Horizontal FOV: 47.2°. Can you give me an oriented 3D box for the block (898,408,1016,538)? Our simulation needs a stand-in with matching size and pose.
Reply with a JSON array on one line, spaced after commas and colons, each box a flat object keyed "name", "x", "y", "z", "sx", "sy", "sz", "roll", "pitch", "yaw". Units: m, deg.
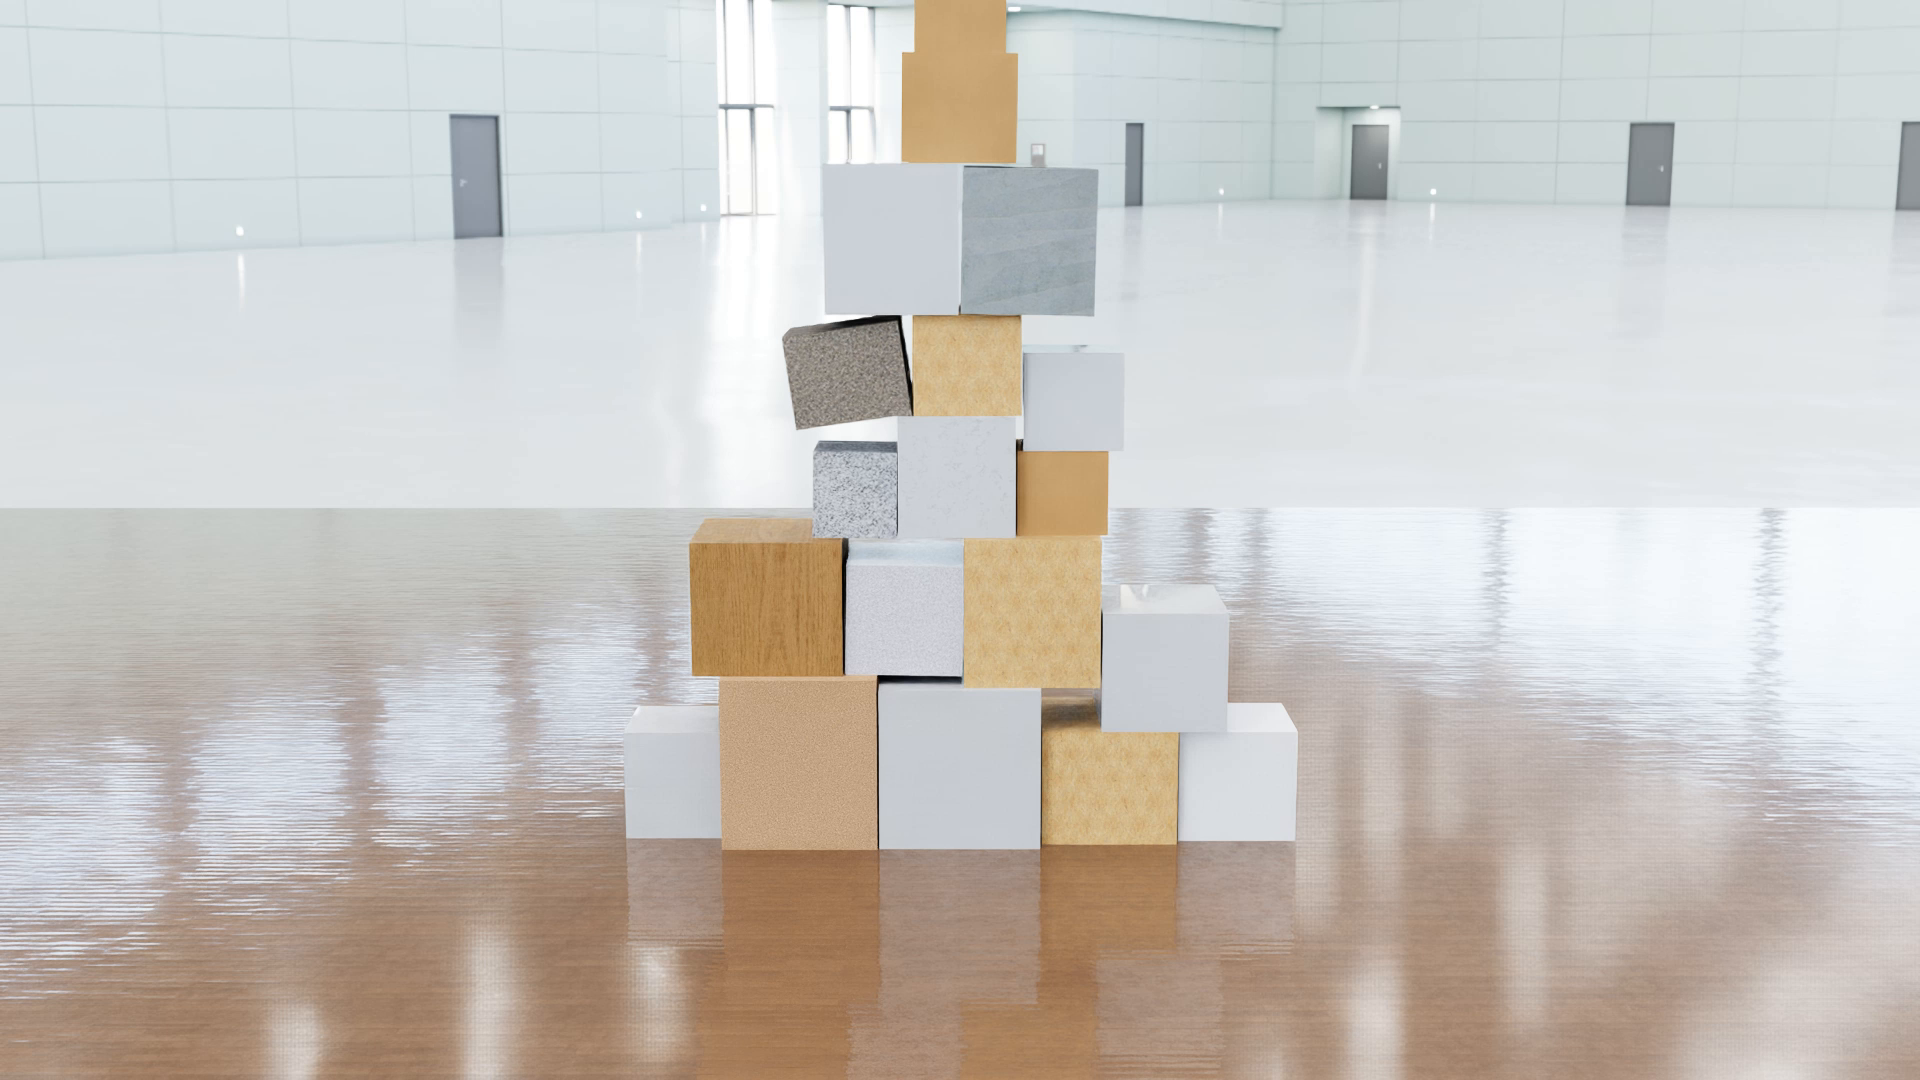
[{"name": "block", "x": -0.017, "y": -0.357, "z": 11.103, "sx": 0.580, "sy": 0.605, "sz": 0.562, "roll": 0, "pitch": 10, "yaw": 0}]

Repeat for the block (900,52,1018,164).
[{"name": "block", "x": -0.003, "y": -2.120, "z": 10.807, "sx": 0.557, "sy": 0.521, "sz": 0.499, "roll": 1, "pitch": 10, "yaw": 0}]

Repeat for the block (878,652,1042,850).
[{"name": "block", "x": -0.001, "y": 1.076, "z": 11.365, "sx": 0.806, "sy": 0.817, "sz": 0.820, "roll": 0, "pitch": 10, "yaw": 0}]

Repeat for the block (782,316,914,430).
[{"name": "block", "x": -0.553, "y": -0.852, "z": 11.036, "sx": 0.574, "sy": 0.462, "sz": 0.555, "roll": -8, "pitch": 10, "yaw": 2}]

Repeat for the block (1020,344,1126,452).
[{"name": "block", "x": 0.562, "y": -0.718, "z": 11.044, "sx": 0.497, "sy": 0.488, "sz": 0.434, "roll": 0, "pitch": 10, "yaw": 0}]

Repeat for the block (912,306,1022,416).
[{"name": "block", "x": 0.035, "y": -0.905, "z": 11.035, "sx": 0.529, "sy": 0.498, "sz": 0.585, "roll": 0, "pitch": 10, "yaw": 0}]

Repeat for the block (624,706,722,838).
[{"name": "block", "x": -1.452, "y": 1.199, "z": 11.416, "sx": 0.496, "sy": 0.556, "sz": 0.526, "roll": 0, "pitch": 10, "yaw": 0}]

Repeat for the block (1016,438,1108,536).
[{"name": "block", "x": 0.510, "y": -0.273, "z": 11.146, "sx": 0.452, "sy": 0.424, "sz": 0.468, "roll": 0, "pitch": 10, "yaw": 0}]

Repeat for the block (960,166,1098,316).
[{"name": "block", "x": 0.333, "y": -1.493, "z": 10.913, "sx": 0.648, "sy": 0.701, "sz": 0.657, "roll": 1, "pitch": 10, "yaw": 0}]

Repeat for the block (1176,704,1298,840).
[{"name": "block", "x": 1.403, "y": 1.195, "z": 11.395, "sx": 0.595, "sy": 0.572, "sz": 0.575, "roll": 0, "pitch": 10, "yaw": 0}]

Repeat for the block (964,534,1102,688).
[{"name": "block", "x": 0.360, "y": 0.306, "z": 11.230, "sx": 0.677, "sy": 0.745, "sz": 0.716, "roll": 0, "pitch": 10, "yaw": 0}]

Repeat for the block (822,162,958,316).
[{"name": "block", "x": -0.334, "y": -1.504, "z": 10.914, "sx": 0.650, "sy": 0.726, "sz": 0.623, "roll": 0, "pitch": 10, "yaw": 0}]

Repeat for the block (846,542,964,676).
[{"name": "block", "x": -0.276, "y": 0.347, "z": 11.245, "sx": 0.585, "sy": 0.557, "sz": 0.624, "roll": 1, "pitch": 10, "yaw": 0}]

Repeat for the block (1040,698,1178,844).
[{"name": "block", "x": 0.754, "y": 1.187, "z": 11.403, "sx": 0.683, "sy": 0.585, "sz": 0.706, "roll": 0, "pitch": 10, "yaw": 0}]

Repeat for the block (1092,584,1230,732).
[{"name": "block", "x": 1.022, "y": 0.599, "z": 11.306, "sx": 0.627, "sy": 0.607, "sz": 0.722, "roll": 0, "pitch": 10, "yaw": 0}]

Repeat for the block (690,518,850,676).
[{"name": "block", "x": -0.960, "y": 0.283, "z": 11.250, "sx": 0.752, "sy": 0.675, "sz": 0.720, "roll": 0, "pitch": 10, "yaw": 0}]

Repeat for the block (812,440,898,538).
[{"name": "block", "x": -0.522, "y": -0.261, "z": 11.151, "sx": 0.421, "sy": 0.432, "sz": 0.431, "roll": 1, "pitch": 10, "yaw": 0}]

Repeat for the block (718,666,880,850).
[{"name": "block", "x": -0.804, "y": 1.050, "z": 11.354, "sx": 0.780, "sy": 0.871, "sz": 0.831, "roll": 0, "pitch": 10, "yaw": 0}]

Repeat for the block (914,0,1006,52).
[{"name": "block", "x": 0.002, "y": -2.558, "z": 10.730, "sx": 0.440, "sy": 0.368, "sz": 0.400, "roll": 1, "pitch": 10, "yaw": 0}]
